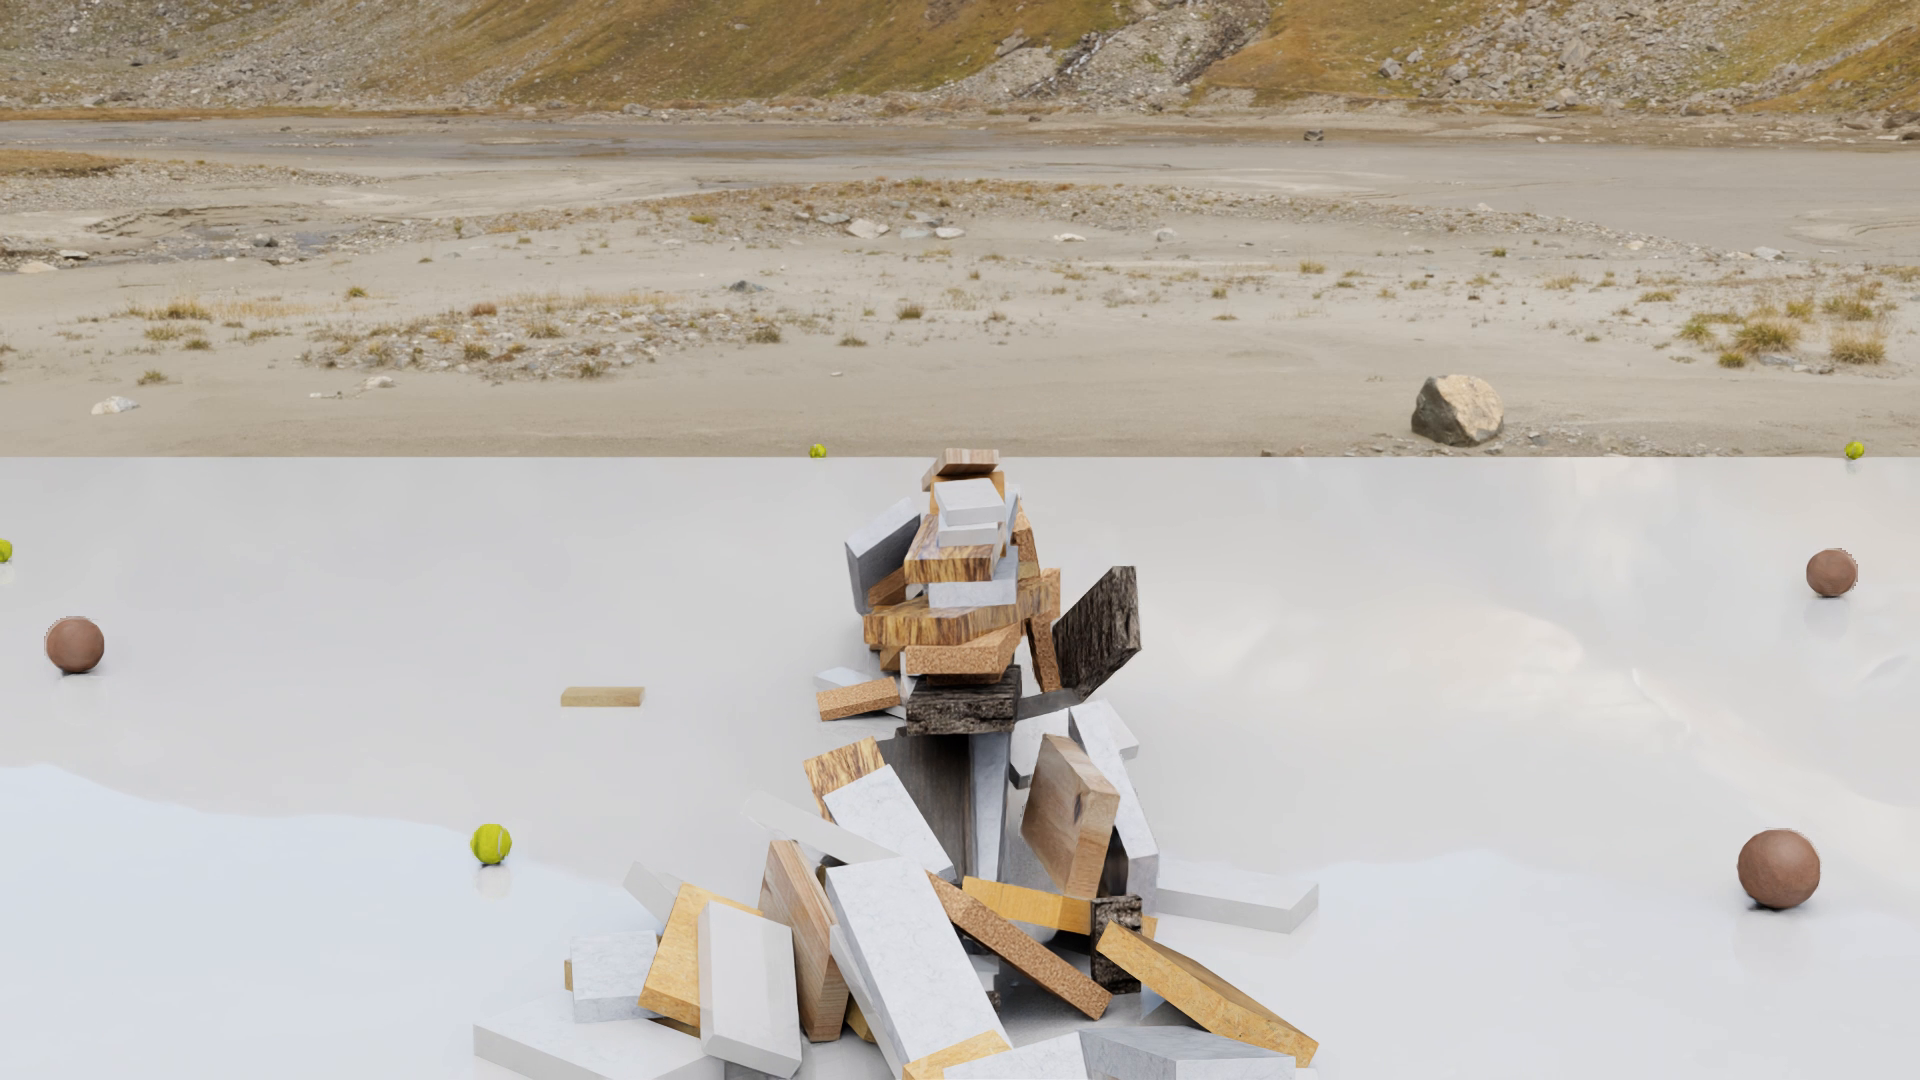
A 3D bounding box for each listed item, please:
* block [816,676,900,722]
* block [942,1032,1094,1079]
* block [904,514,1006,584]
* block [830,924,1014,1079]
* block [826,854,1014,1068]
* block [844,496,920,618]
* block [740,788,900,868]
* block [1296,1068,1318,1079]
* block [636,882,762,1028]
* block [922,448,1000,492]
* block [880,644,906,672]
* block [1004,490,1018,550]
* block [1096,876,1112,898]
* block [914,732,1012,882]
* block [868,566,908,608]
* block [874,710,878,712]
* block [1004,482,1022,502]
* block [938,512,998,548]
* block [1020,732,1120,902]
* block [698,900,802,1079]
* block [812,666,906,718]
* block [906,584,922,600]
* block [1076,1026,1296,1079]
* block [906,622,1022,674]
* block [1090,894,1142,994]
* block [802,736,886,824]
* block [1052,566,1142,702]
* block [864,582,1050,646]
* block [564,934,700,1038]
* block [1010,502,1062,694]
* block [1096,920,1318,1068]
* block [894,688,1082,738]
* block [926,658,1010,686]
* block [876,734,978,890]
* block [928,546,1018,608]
[{"bbox_3d":[-0.222,0.345,4.780,0.174,0.025,0.087,-12,25,-5],"label":"block"},{"bbox_3d":[0.084,0.699,2.360,0.159,0.045,0.328,-17,44,6],"label":"block"},{"bbox_3d":[-0.005,0.012,3.827,0.145,0.041,0.291,-2,16,7],"label":"block"},{"bbox_3d":[-0.041,0.620,2.870,0.145,0.041,0.382,-8,30,-20],"label":"block"},{"bbox_3d":[-0.020,0.619,2.785,0.131,0.037,0.659,-6,31,-18],"label":"block"},{"bbox_3d":[-0.177,0.059,5.174,0.165,0.047,1.054,-35,-7,-7],"label":"block"},{"bbox_3d":[-0.168,0.470,3.284,0.351,0.043,0.153,16,-20,47],"label":"block"},{"bbox_3d":[0.350,0.724,2.856,0.236,0.033,0.118,1,11,3],"label":"block"},{"bbox_3d":[-0.364,0.588,3.101,0.125,0.035,0.249,22,26,-4],"label":"block"},{"bbox_3d":[-0.001,-0.132,4.233,0.102,0.029,0.203,0,-14,-15],"label":"block"},{"bbox_3d":[-0.070,0.238,4.979,0.160,0.045,0.426,0,-13,-11],"label":"block"},{"bbox_3d":[0.031,-0.034,4.197,0.138,0.039,0.275,-2,17,7],"label":"block"},{"bbox_3d":[0.243,0.555,3.588,0.072,0.020,0.143,-22,44,-21],"label":"block"},{"bbox_3d":[-0.011,0.439,3.631,0.171,0.048,0.449,-2,40,7],"label":"block"},{"bbox_3d":[-0.077,0.104,5.029,0.165,0.047,0.330,5,-15,-20],"label":"block"},{"bbox_3d":[-0.176,0.360,4.871,0.046,0.013,0.092,-2,11,-12],"label":"block"},{"bbox_3d":[0.040,-0.064,4.958,0.131,0.037,0.261,3,-21,-14],"label":"block"},{"bbox_3d":[0.015,-0.038,3.871,0.102,0.029,0.254,-3,16,1],"label":"block"},{"bbox_3d":[0.171,0.436,3.496,0.049,0.172,0.344,12,7,-12],"label":"block"},{"bbox_3d":[-0.292,0.616,3.027,0.131,0.037,0.262,23,26,-21],"label":"block"},{"bbox_3d":[-0.172,0.342,4.848,0.363,0.025,0.087,15,22,42],"label":"block"},{"bbox_3d":[-0.023,0.094,4.741,0.138,0.039,0.275,0,-12,-13],"label":"block"},{"bbox_3d":[0.281,0.662,2.799,0.159,0.045,0.318,3,-6,-19],"label":"block"},{"bbox_3d":[0.009,0.177,3.723,0.153,0.043,0.305,-2,7,9],"label":"block"},{"bbox_3d":[0.230,0.597,3.237,0.072,0.143,0.020,-3,10,-17],"label":"block"},{"bbox_3d":[-0.163,0.428,3.537,0.125,0.035,0.249,-20,39,-6],"label":"block"},{"bbox_3d":[0.277,0.202,4.513,0.049,0.172,0.393,4,-22,-15],"label":"block"},{"bbox_3d":[0.000,0.125,3.790,0.167,0.047,0.407,0,7,25],"label":"block"},{"bbox_3d":[-0.411,0.656,3.188,0.162,0.046,0.338,-10,14,-42],"label":"block"},{"bbox_3d":[0.152,0.134,4.543,0.037,0.406,0.131,-13,25,-4],"label":"block"},{"bbox_3d":[0.341,0.636,3.078,0.167,0.047,0.333,29,-3,-26],"label":"block"},{"bbox_3d":[0.068,0.345,3.856,0.349,0.034,0.120,-11,44,-25],"label":"block"},{"bbox_3d":[0.017,0.209,3.779,0.120,0.034,0.240,-2,7,6],"label":"block"},{"bbox_3d":[-0.061,0.451,3.543,0.171,0.048,0.341,-10,39,6],"label":"block"},{"bbox_3d":[0.030,0.062,3.935,0.145,0.041,0.492,-2,7,2],"label":"block"}]
